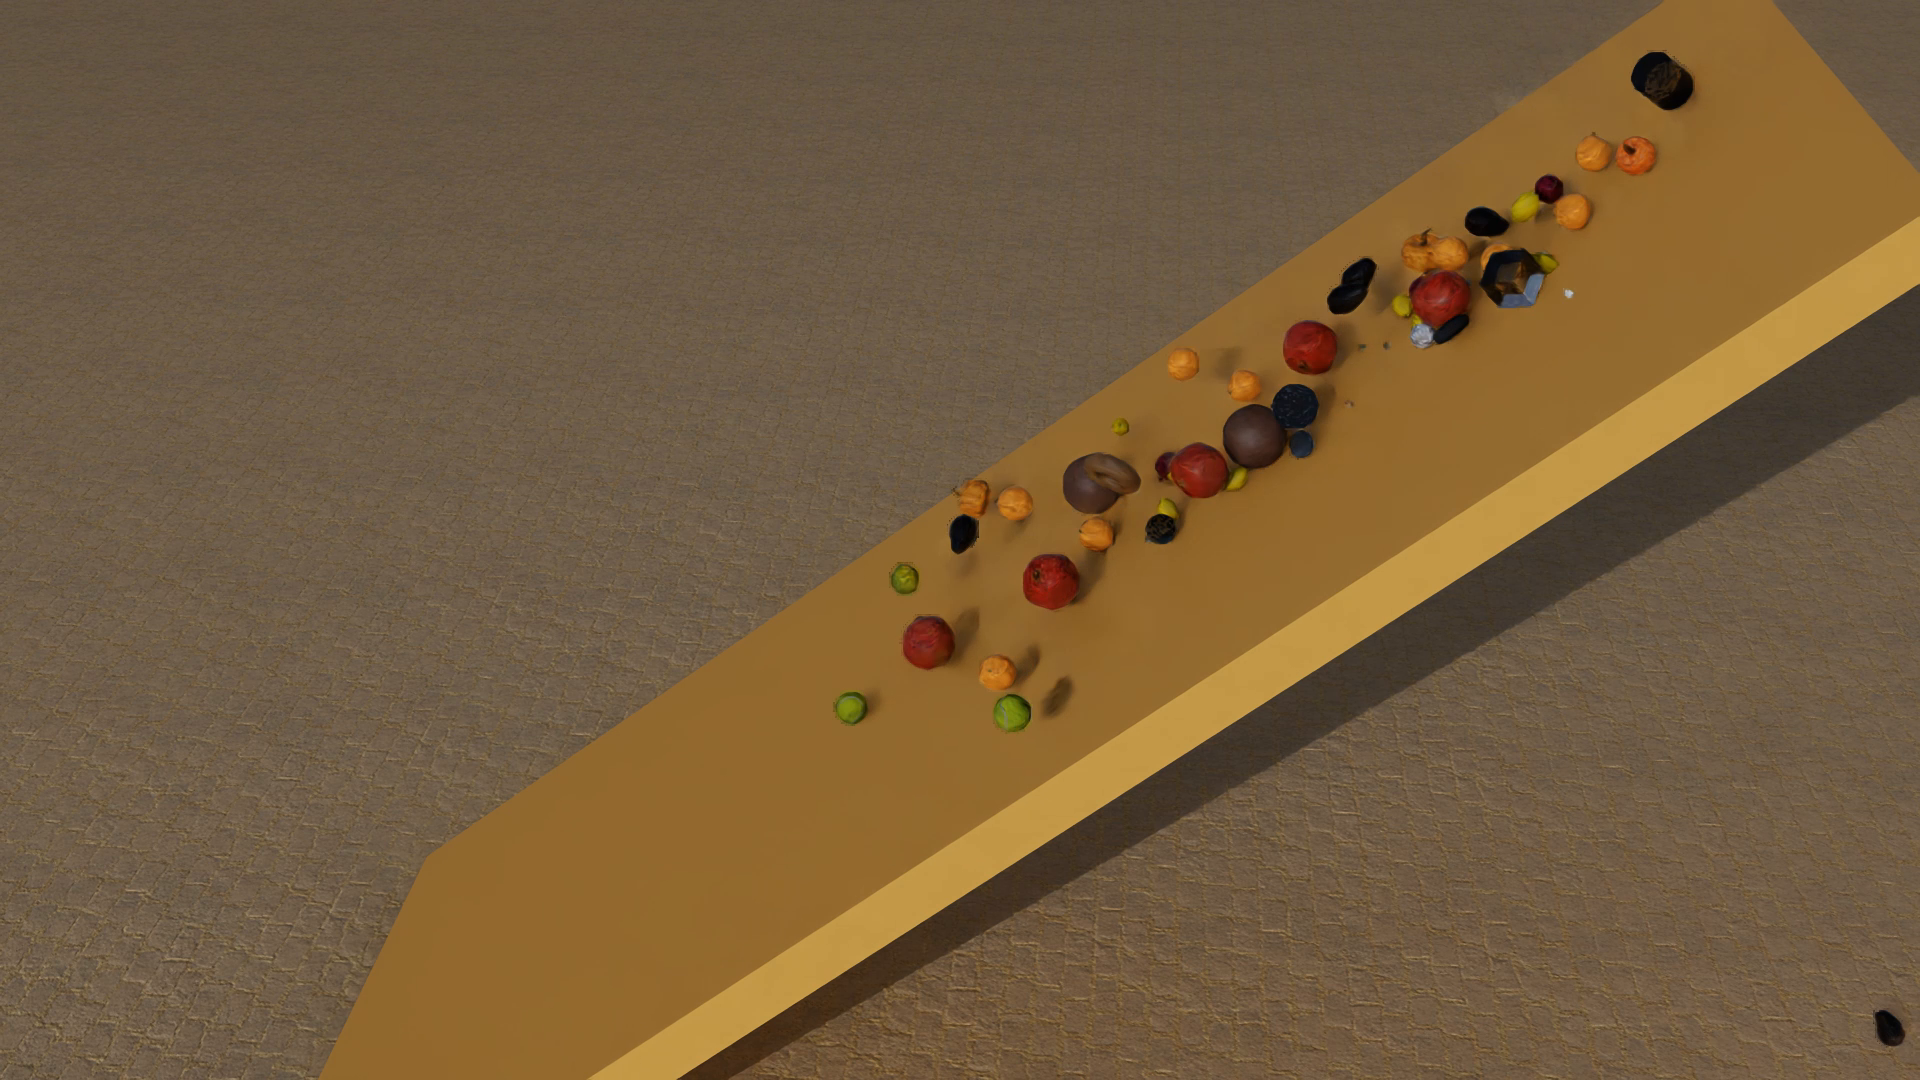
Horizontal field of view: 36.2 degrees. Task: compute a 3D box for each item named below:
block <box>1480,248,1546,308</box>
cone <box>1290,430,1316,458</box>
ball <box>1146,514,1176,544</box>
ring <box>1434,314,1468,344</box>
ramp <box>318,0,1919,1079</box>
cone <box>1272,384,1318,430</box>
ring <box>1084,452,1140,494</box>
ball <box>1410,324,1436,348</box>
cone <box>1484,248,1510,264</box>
[{"bbox_3d":[1.068,-0.505,5.686,0.078,0.078,0.078,-2,56,45],"label":"block"},{"bbox_3d":[0.690,-0.188,5.819,0.055,0.055,0.055,19,10,37],"label":"cone"},{"bbox_3d":[0.407,-0.022,5.950,0.062,0.062,0.062,0,23,0],"label":"ball"},{"bbox_3d":[0.956,-0.411,5.729,0.080,0.027,0.080,-34,-7,-5],"label":"ring"},{"bbox_3d":[0.128,0.180,6.324,4.000,0.100,2.000,-34,16,17],"label":"ramp"},{"bbox_3d":[0.678,-0.261,5.922,0.092,0.092,0.092,5,-6,11],"label":"cone"},{"bbox_3d":[0.312,-0.136,6.020,0.125,0.125,0.042,17,72,35],"label":"ring"},{"bbox_3d":[0.924,-0.407,5.869,0.052,0.052,0.052,0,23,0],"label":"ball"},{"bbox_3d":[1.096,-0.577,5.943,0.054,0.054,0.054,20,47,40],"label":"cone"}]
